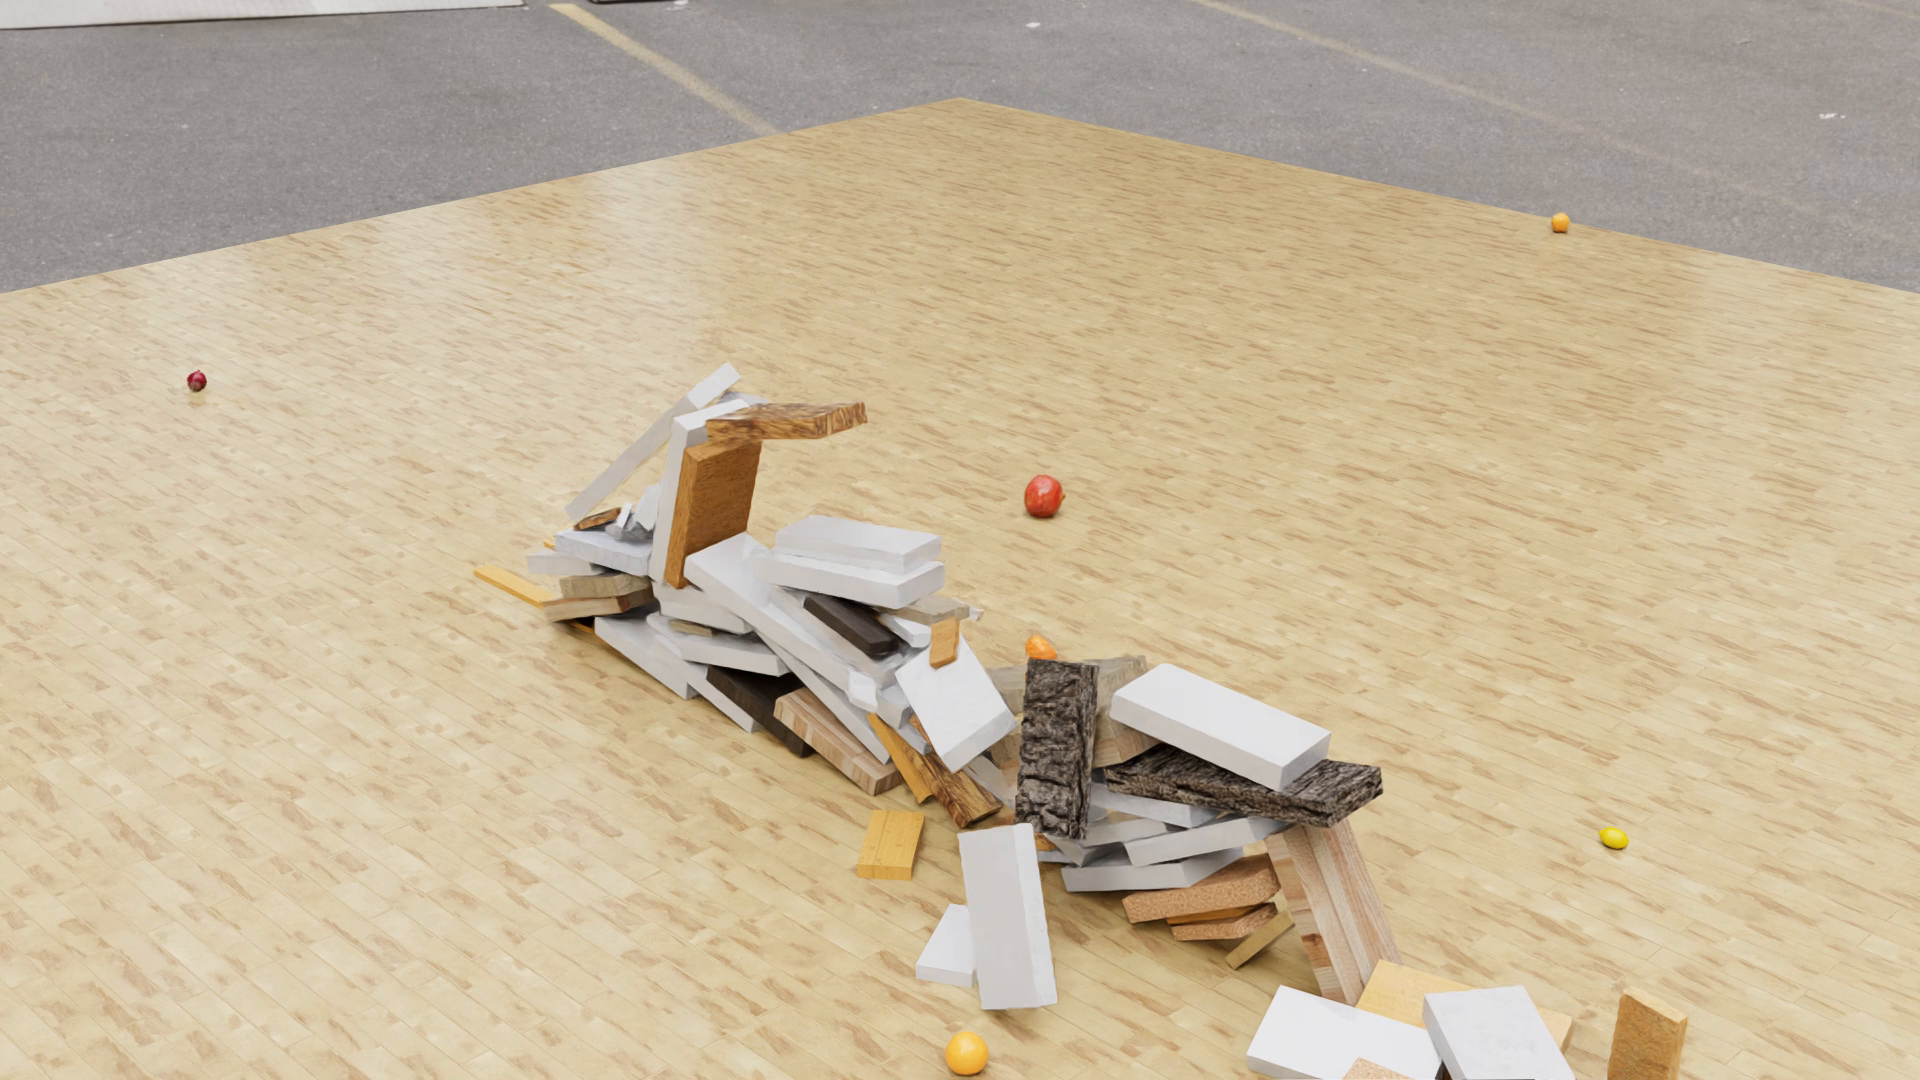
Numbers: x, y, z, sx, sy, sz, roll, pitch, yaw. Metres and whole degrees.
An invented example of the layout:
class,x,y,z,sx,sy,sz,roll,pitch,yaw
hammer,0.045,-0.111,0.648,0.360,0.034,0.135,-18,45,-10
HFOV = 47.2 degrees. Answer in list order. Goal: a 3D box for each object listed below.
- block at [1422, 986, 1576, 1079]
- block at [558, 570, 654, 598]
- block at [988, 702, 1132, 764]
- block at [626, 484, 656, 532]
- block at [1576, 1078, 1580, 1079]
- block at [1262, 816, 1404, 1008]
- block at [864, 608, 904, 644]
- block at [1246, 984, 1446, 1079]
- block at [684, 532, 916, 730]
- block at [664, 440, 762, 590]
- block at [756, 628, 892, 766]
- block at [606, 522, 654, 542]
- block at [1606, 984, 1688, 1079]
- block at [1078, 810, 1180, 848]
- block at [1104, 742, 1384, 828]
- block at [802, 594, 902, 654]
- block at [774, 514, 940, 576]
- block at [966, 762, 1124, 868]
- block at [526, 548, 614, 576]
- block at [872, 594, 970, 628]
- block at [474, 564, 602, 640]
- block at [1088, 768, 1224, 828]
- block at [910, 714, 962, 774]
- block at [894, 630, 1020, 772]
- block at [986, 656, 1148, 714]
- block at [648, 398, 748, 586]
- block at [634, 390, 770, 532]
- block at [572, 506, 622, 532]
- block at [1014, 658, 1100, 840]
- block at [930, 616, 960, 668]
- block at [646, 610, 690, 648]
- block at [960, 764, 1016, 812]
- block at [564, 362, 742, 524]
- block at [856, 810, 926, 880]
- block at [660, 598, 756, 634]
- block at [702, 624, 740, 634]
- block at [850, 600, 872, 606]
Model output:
class,x,y,z,sx,sy,sz,roll,pitch,yaw
block,0.870,0.838,3.493,0.169,0.048,0.338,-4,26,-6
block,-0.782,0.087,5.046,0.158,0.045,0.317,-19,8,-32
block,0.223,0.342,4.094,0.171,0.049,0.343,-22,2,-40
block,-0.694,-0.072,4.875,0.016,0.116,0.058,39,22,19
block,0.998,0.931,3.449,0.301,0.043,0.150,12,46,27
block,0.658,0.642,3.844,0.169,0.338,0.048,-21,1,-41
block,-0.161,0.181,4.507,0.107,0.015,0.054,28,34,20
block,0.644,0.850,3.638,0.301,0.043,0.150,13,47,27
block,-0.298,0.181,4.610,0.633,0.049,0.174,33,38,28
block,-0.534,-0.065,4.748,0.174,0.347,0.049,-22,49,-39
block,-0.242,0.293,4.631,0.411,0.041,0.143,44,42,19
block,-0.744,-0.022,4.967,0.058,0.016,0.116,-23,25,-35
block,1.101,0.830,3.533,0.030,0.209,0.104,-18,31,-36
block,0.338,0.518,4.070,0.121,0.034,0.243,-21,0,-39
block,0.490,0.419,3.848,0.477,0.047,0.166,4,19,44
block,-0.218,0.168,4.441,0.191,0.027,0.095,34,23,31
block,-0.212,0.008,4.563,0.309,0.044,0.154,9,19,27
block,0.128,0.465,4.273,0.122,0.034,0.438,-21,49,-39
block,-0.877,0.038,5.176,0.158,0.045,0.317,-19,12,-36
block,-0.081,0.136,4.445,0.095,0.027,0.191,-15,21,-41
block,-0.905,0.192,5.288,0.858,0.015,0.054,21,31,40
block,0.355,0.448,4.022,0.166,0.047,0.331,-20,17,-38
block,-0.027,0.396,4.399,0.072,0.021,0.145,-26,67,-41
block,-0.010,0.299,4.174,0.153,0.043,0.360,-36,27,1
block,0.140,0.284,4.211,0.444,0.049,0.171,-8,10,45
block,-0.563,-0.101,4.769,0.178,0.418,0.050,-21,48,-40
block,-0.560,-0.169,4.870,0.050,0.356,0.178,42,14,18
block,-0.829,-0.048,5.035,0.108,0.015,0.054,-16,13,25
block,0.173,0.372,3.944,0.043,0.306,0.153,5,-1,-36
block,-0.030,0.198,4.271,0.054,0.015,0.107,-21,39,20
block,-0.631,0.201,4.945,0.141,0.020,0.071,33,38,30
block,0.102,0.486,4.315,0.208,0.021,0.072,36,40,30
block,-0.694,-0.211,4.910,0.592,0.044,0.154,-35,7,46
block,-0.134,0.597,4.315,0.104,0.030,0.209,3,23,6
block,-0.514,0.145,4.838,0.286,0.041,0.143,10,23,44
block,-0.498,0.178,4.827,0.141,0.020,0.071,10,23,44
block,-0.187,0.106,4.579,0.139,0.020,0.069,8,37,12
